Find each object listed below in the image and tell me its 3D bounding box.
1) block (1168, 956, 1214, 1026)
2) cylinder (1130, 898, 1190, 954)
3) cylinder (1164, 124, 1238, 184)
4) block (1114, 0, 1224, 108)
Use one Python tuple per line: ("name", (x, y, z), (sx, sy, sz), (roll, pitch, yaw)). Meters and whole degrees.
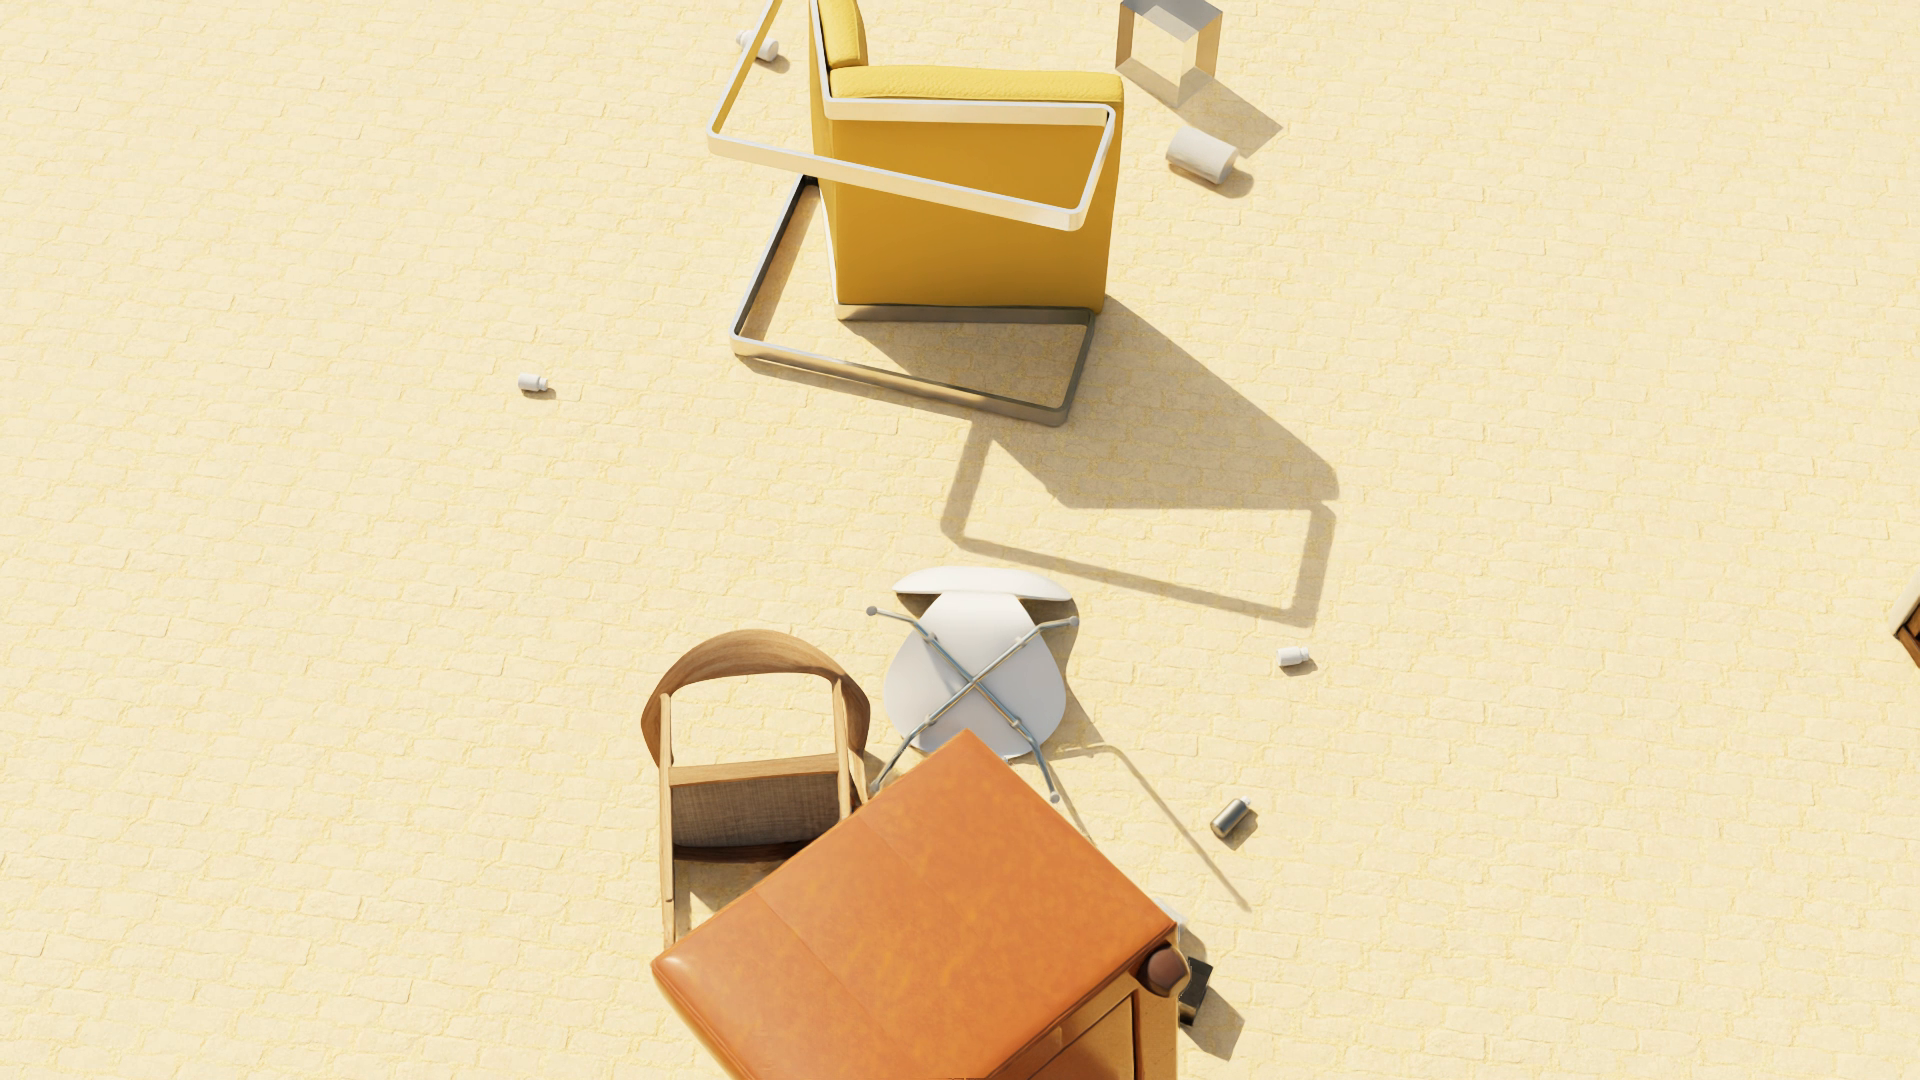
("block", (0.598, 1.173, 5.713), (0.070, 0.124, 0.126), (21, 59, 13))
("cylinder", (0.529, 1.022, 5.825), (0.099, 0.100, 0.137), (34, 41, 21))
("cylinder", (0.812, -1.295, 7.384), (0.201, 0.094, 0.145), (29, 73, 18))
("block", (0.713, -1.711, 7.538), (0.281, 0.305, 0.205), (38, 64, 22))
